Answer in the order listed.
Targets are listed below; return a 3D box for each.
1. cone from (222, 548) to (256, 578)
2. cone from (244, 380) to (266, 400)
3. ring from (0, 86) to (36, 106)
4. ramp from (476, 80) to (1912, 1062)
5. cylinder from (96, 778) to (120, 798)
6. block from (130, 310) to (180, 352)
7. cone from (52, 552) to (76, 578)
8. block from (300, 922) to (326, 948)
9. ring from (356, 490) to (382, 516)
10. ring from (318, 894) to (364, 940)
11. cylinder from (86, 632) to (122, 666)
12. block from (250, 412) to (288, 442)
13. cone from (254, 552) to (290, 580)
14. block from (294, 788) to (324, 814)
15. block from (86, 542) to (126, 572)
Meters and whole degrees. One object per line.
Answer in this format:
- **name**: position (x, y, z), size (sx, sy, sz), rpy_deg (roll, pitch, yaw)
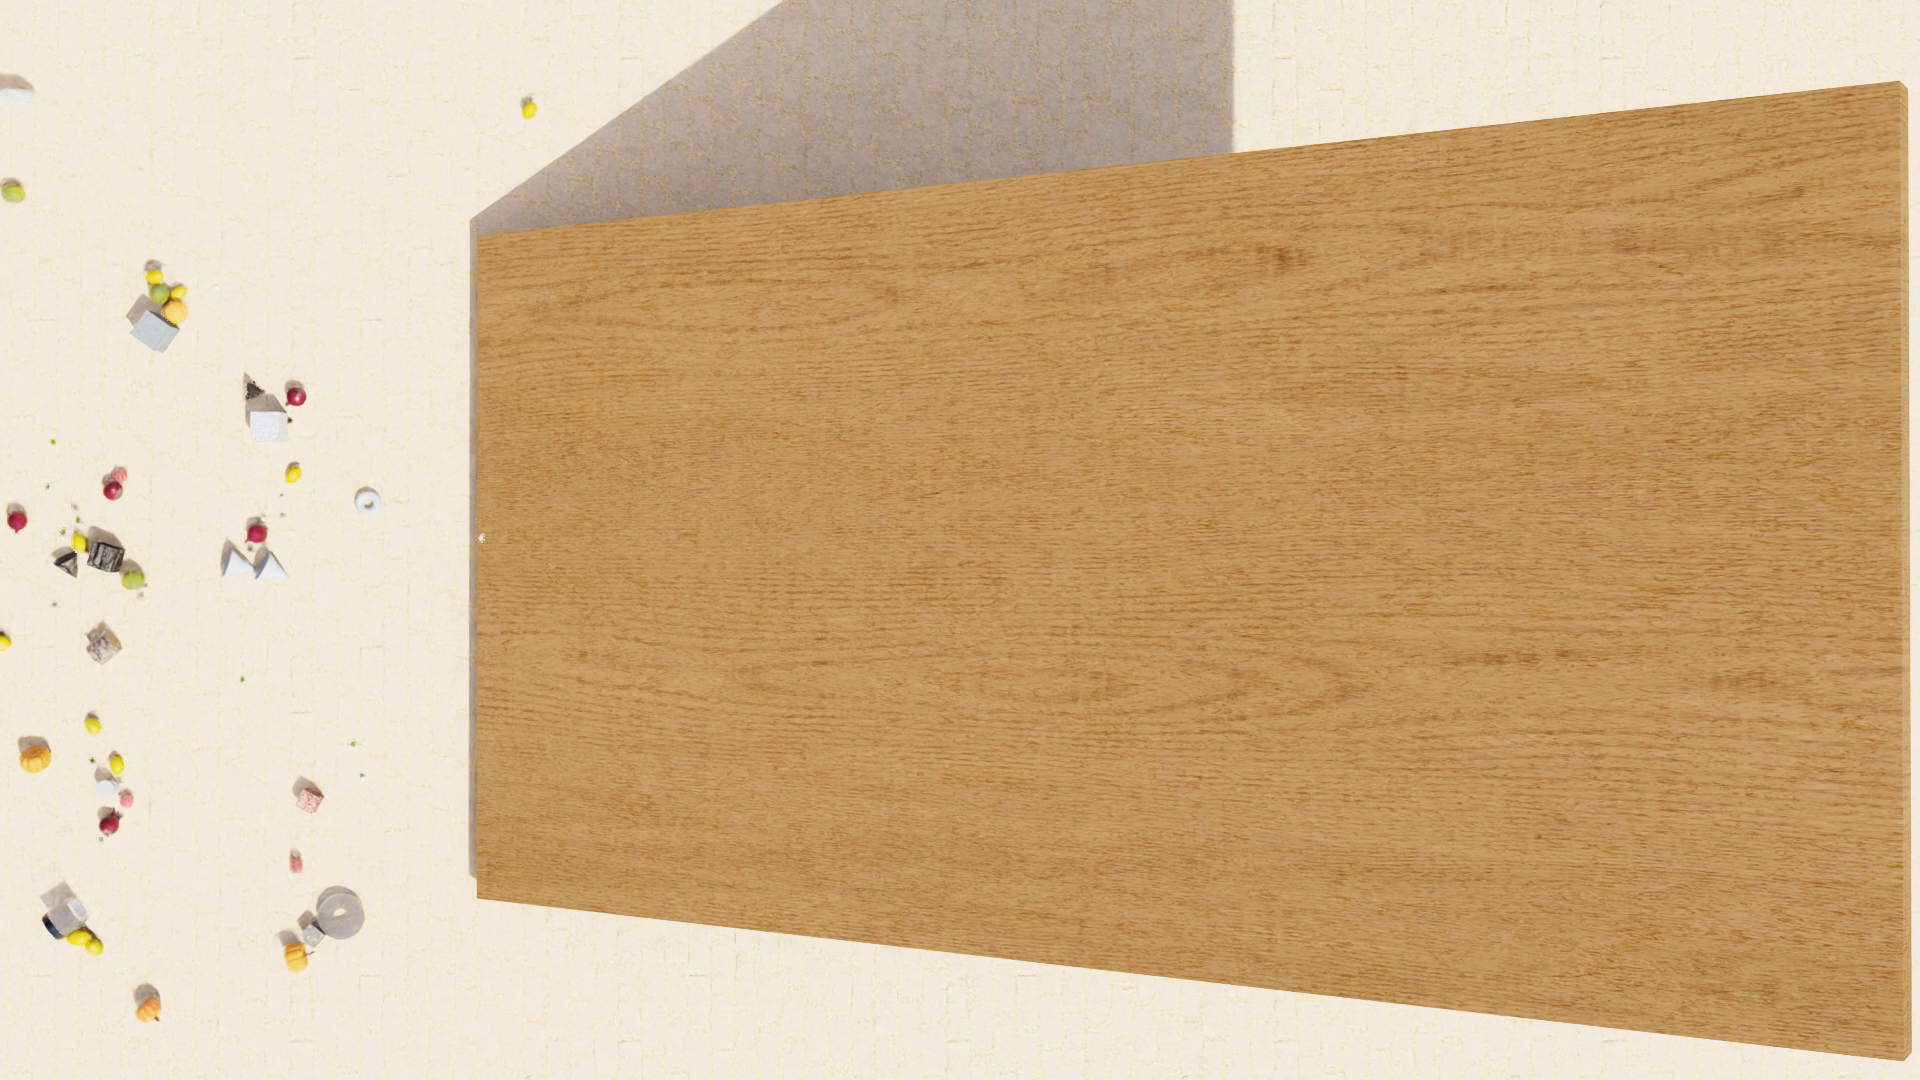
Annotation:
- **cone**: position (-2.185, 0.081, 6.692), size (0.094, 0.094, 0.094), rpy_deg (18, 89, -26)
- **cone**: position (-2.147, -0.455, 6.704), size (0.062, 0.062, 0.062), rpy_deg (2, 89, -27)
- **ring**: position (-2.858, -1.347, 6.674), size (0.100, 0.100, 0.033), rpy_deg (19, 113, 0)
- **ramp**: position (0.259, 0.071, 5.597), size (4.000, 0.100, 2.000), rpy_deg (0, 89, 32)
- **cylinder**: position (-2.588, 0.754, 6.681), size (0.052, 0.052, 0.052), rpy_deg (0, 89, 0)
- **block**: position (-2.443, -0.633, 6.676), size (0.088, 0.088, 0.088), rpy_deg (36, 90, 0)
- **cone**: position (-2.709, 0.089, 6.696), size (0.075, 0.075, 0.075), rpy_deg (-19, 116, 0)
- **block**: position (-1.961, 1.198, 6.677), size (0.053, 0.053, 0.053), rpy_deg (41, 90, 0)
- **ring**: position (-1.803, -0.111, 6.702), size (0.081, 0.027, 0.081), rpy_deg (0, 90, 1)
- **ring**: position (-1.879, 1.144, 6.681), size (0.141, 0.047, 0.141), rpy_deg (0, 88, 1)
- **cylinder**: position (-2.596, 0.329, 6.675), size (0.073, 0.073, 0.073), rpy_deg (-39, 90, 0)
- **block**: position (-2.096, -0.343, 6.673), size (0.087, 0.087, 0.087), rpy_deg (0, 89, 0)
- **cone**: position (-2.081, 0.100, 6.692), size (0.094, 0.094, 0.094), rpy_deg (30, 90, -26)
- **block**: position (-1.975, 0.792, 6.679), size (0.055, 0.055, 0.055), rpy_deg (28, 90, 0)
- **block**: position (-2.593, 0.053, 6.676), size (0.074, 0.074, 0.074), rpy_deg (17, 90, 0)
